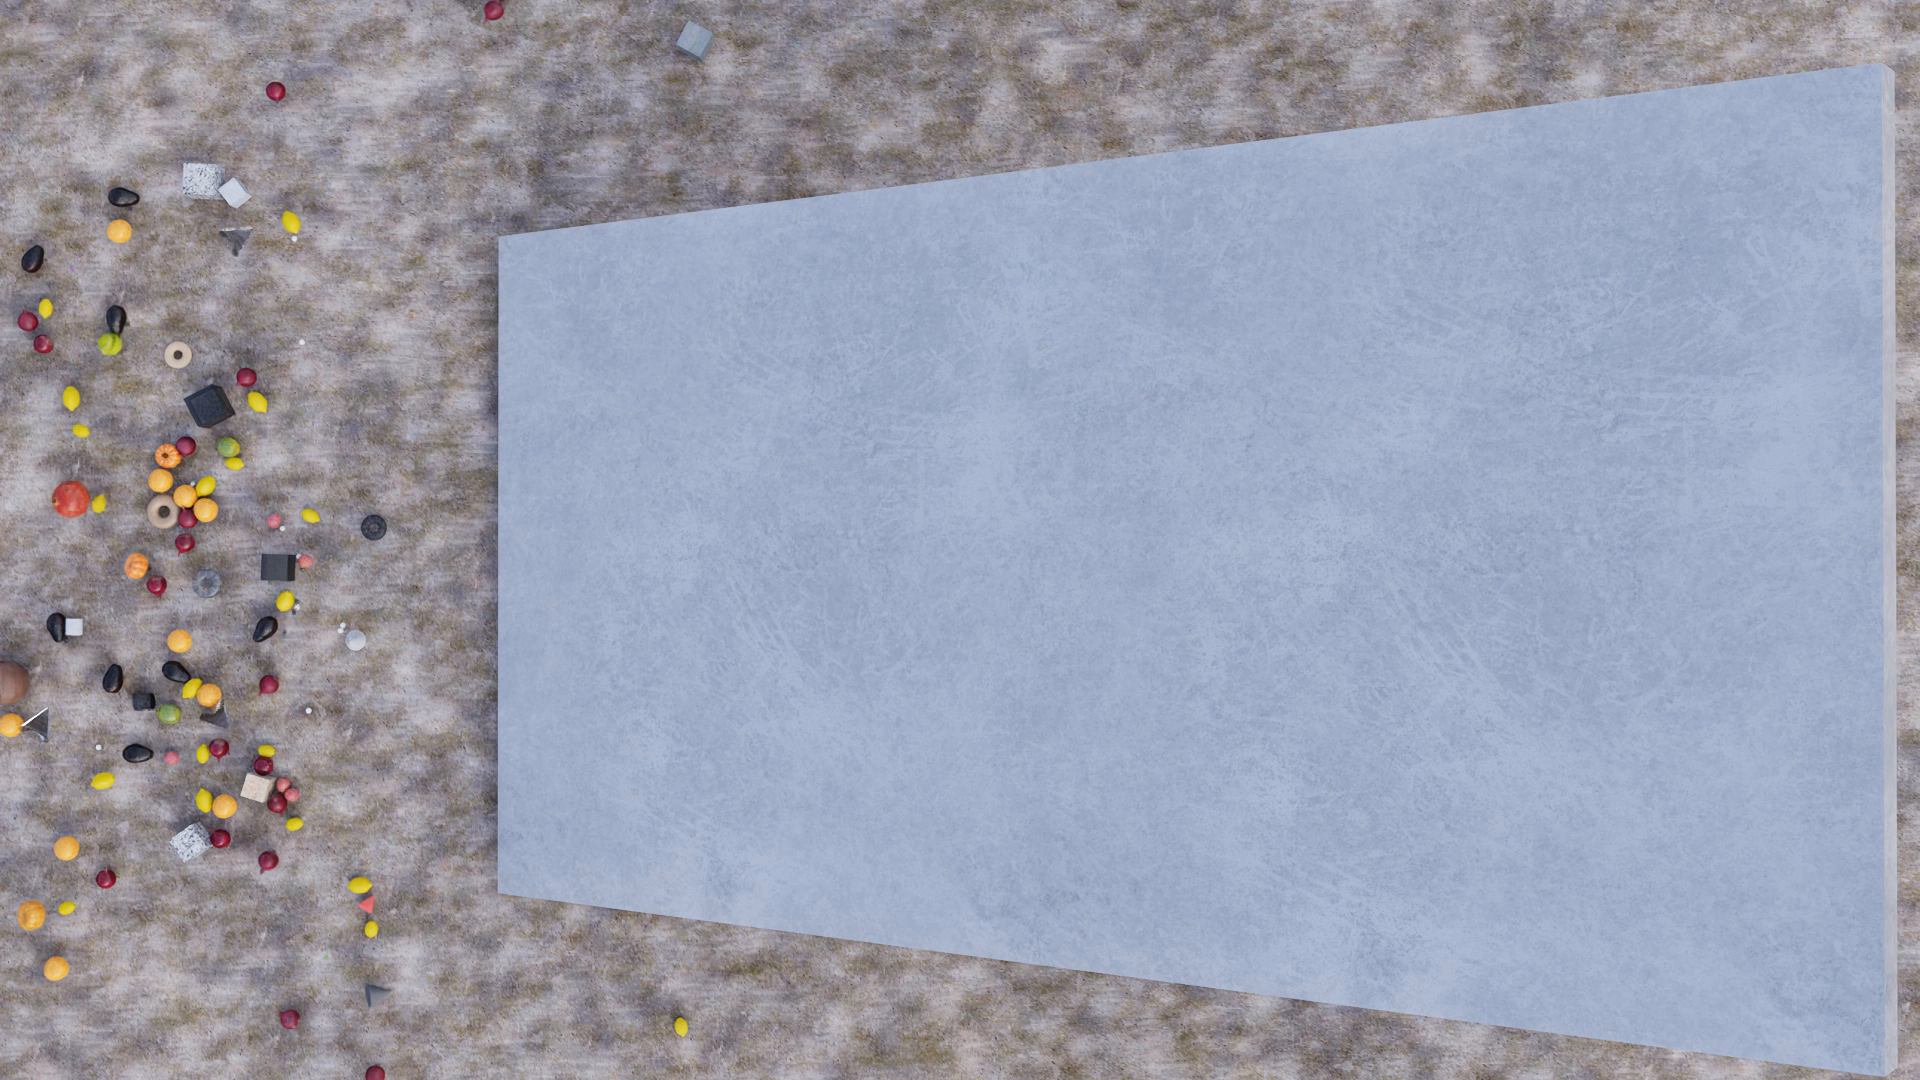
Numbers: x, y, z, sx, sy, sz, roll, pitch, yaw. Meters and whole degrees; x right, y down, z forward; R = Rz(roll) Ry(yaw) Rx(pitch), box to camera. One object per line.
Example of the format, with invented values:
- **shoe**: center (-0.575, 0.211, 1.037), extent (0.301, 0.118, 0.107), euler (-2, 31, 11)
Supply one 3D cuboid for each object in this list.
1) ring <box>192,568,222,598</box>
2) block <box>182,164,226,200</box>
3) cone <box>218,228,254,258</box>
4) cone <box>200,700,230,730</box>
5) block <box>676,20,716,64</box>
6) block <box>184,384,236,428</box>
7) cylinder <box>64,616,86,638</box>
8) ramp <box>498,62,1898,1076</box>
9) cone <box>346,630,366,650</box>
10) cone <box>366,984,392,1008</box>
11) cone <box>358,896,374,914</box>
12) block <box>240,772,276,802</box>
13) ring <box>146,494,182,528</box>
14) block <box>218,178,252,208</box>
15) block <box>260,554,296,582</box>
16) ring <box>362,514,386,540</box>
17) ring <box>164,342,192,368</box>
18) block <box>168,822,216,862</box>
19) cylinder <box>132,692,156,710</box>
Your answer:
- **ring**: center (-2.315, 0.134, 6.764), extent (0.092, 0.031, 0.092), euler (0, 88, 1)
- **block**: center (-2.317, -1.099, 6.741), extent (0.094, 0.094, 0.094), euler (2, 90, 0)
- **cone**: center (-2.211, -0.936, 6.765), extent (0.096, 0.096, 0.096), euler (-40, 90, -27)
- **cone**: center (-2.271, 0.554, 6.756), extent (0.089, 0.089, 0.089), euler (-33, 116, 0)
- **block**: center (-0.810, -1.529, 6.750), extent (0.083, 0.083, 0.083), euler (29, 90, 0)
- **block**: center (-2.298, -0.408, 6.735), extent (0.096, 0.096, 0.096), euler (-28, 90, 0)
- **cylinder**: center (-2.720, 0.266, 6.753), extent (0.050, 0.050, 0.050), euler (14, 68, 0)
- **ramp**: center (0.237, 0.066, 5.557), extent (4.000, 0.100, 2.000), euler (0, 89, 36)
- **cone**: center (-1.863, 0.309, 6.746), extent (0.063, 0.063, 0.063), euler (0, 90, 0)
- **cone**: center (-1.780, 1.391, 6.753), extent (0.075, 0.075, 0.075), euler (-8, 90, -27)
- **cone**: center (-1.813, 1.112, 6.760), extent (0.052, 0.052, 0.052), euler (30, 63, 0)
- **block**: center (-2.149, 0.756, 6.739), extent (0.071, 0.071, 0.071), euler (17, 90, 0)
- **ring**: center (-2.448, -0.088, 6.763), extent (0.107, 0.036, 0.107), euler (0, 91, 0)
- **block**: center (-2.227, -1.067, 6.757), extent (0.061, 0.061, 0.061), euler (-37, 90, 0)
- **block**: center (-2.089, 0.084, 6.739), extent (0.080, 0.080, 0.080), euler (2, 90, 0)
- **ring**: center (-1.804, -0.038, 6.767), extent (0.080, 0.027, 0.080), euler (0, 88, 0)
- **ring**: center (-2.408, -0.570, 6.770), extent (0.084, 0.028, 0.084), euler (0, 89, -1)
- **block**: center (-2.350, 0.925, 6.732), extent (0.083, 0.083, 0.083), euler (-36, 90, 0)
- **cylinder**: center (-2.505, 0.496, 6.750), extent (0.052, 0.052, 0.052), euler (-5, 90, 0)
